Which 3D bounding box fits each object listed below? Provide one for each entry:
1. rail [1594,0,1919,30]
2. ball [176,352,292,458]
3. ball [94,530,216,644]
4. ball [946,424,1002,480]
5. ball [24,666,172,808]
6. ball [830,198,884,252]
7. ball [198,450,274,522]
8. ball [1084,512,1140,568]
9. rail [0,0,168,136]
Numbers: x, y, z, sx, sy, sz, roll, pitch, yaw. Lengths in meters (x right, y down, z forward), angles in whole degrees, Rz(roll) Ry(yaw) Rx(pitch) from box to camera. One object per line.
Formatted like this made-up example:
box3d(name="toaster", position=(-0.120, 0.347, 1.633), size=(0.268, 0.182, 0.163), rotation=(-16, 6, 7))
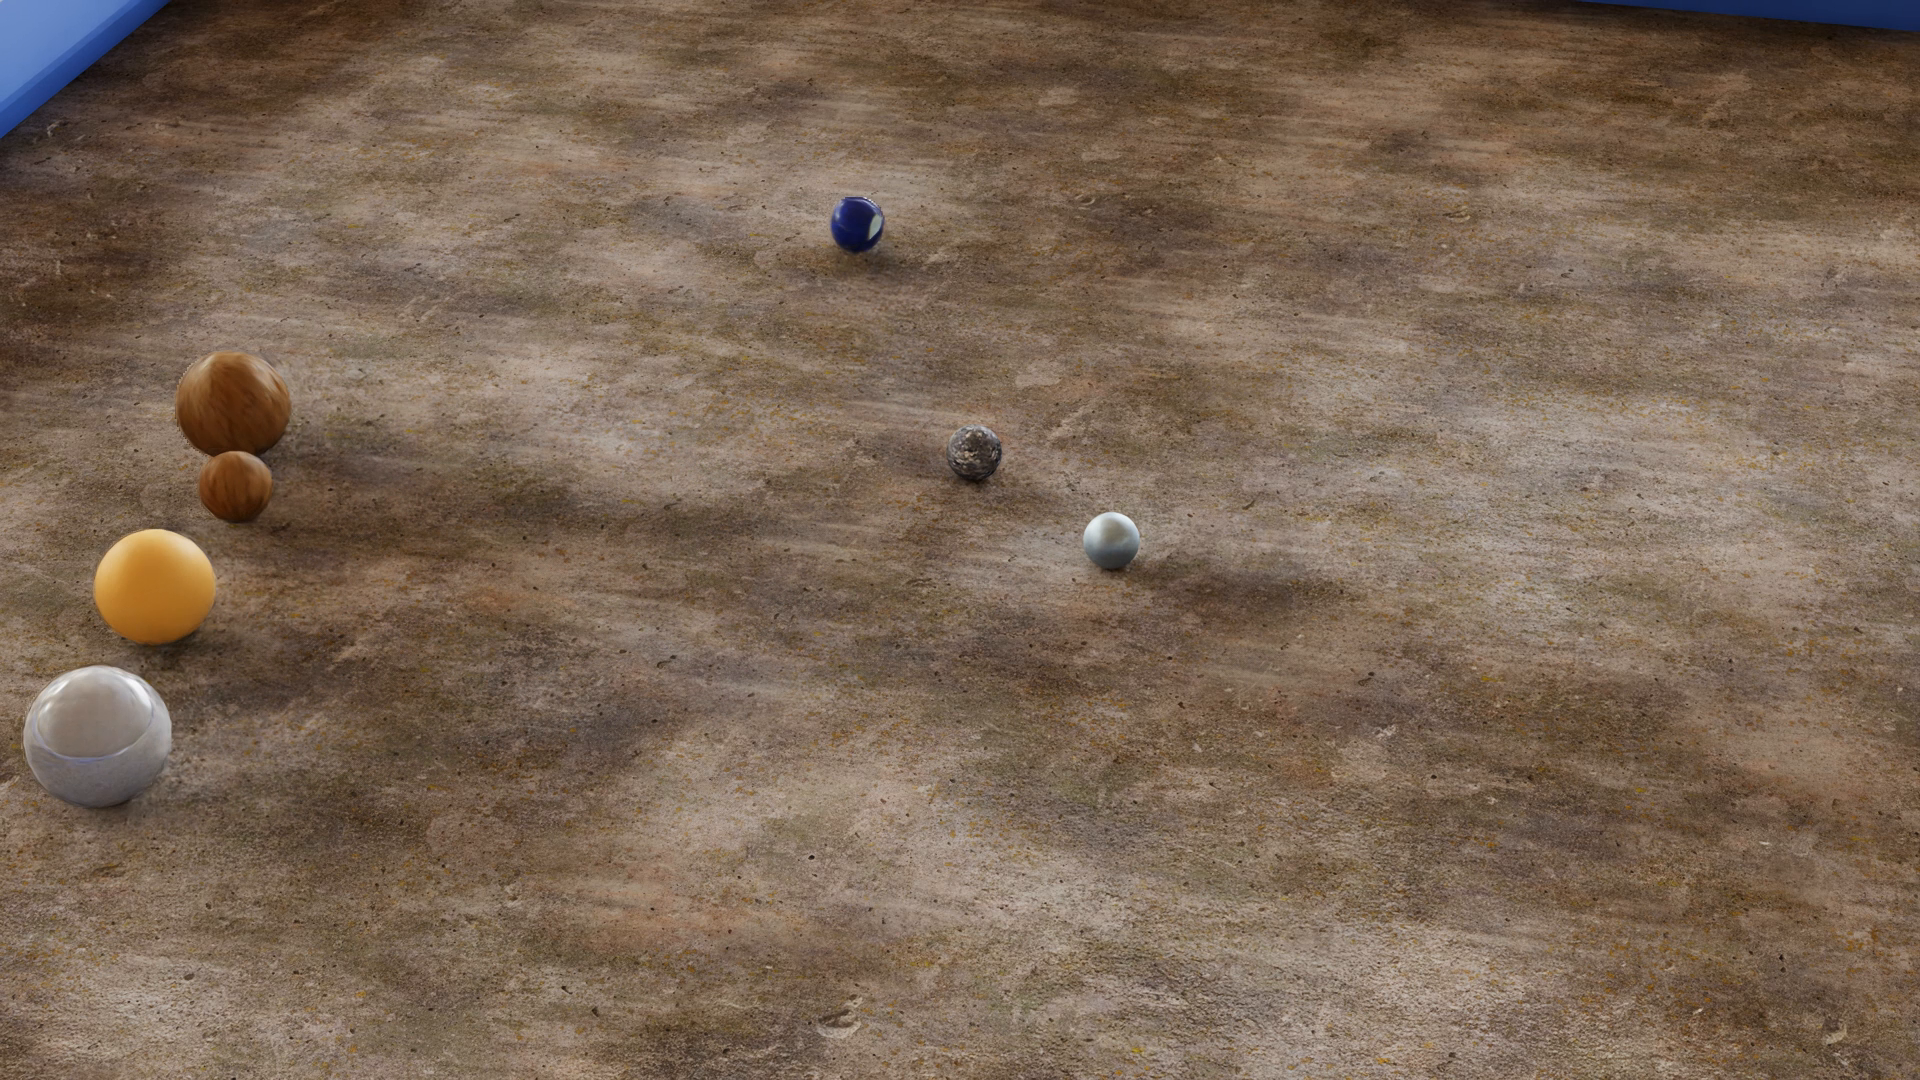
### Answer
box3d(name="rail", position=(1.295, -0.522, 2.543), size=(4.233, 0.117, 0.045), rotation=(8, 35, 11))
box3d(name="ball", position=(-0.557, -0.103, 1.969), size=(0.084, 0.084, 0.084), rotation=(0, 35, 0))
box3d(name="ball", position=(-0.557, 0.033, 1.778), size=(0.080, 0.080, 0.080), rotation=(0, 35, 0))
box3d(name="ball", position=(0.011, -0.067, 1.954), size=(0.043, 0.043, 0.043), rotation=(0, 35, 0))
box3d(name="ball", position=(-0.549, 0.125, 1.635), size=(0.090, 0.090, 0.090), rotation=(0, 35, 0))
box3d(name="ball", position=(-0.091, -0.276, 2.252), size=(0.047, 0.047, 0.047), rotation=(0, 35, 0))
box3d(name="ball", position=(-0.538, -0.040, 1.906), size=(0.053, 0.053, 0.053), rotation=(0, 35, 0))
box3d(name="ball", position=(0.110, 0.000, 1.858), size=(0.041, 0.041, 0.041), rotation=(0, 35, 0))
box3d(name="rail", position=(-1.007, -0.161, 2.023), size=(0.045, 0.117, 2.342), rotation=(8, 35, 11))
